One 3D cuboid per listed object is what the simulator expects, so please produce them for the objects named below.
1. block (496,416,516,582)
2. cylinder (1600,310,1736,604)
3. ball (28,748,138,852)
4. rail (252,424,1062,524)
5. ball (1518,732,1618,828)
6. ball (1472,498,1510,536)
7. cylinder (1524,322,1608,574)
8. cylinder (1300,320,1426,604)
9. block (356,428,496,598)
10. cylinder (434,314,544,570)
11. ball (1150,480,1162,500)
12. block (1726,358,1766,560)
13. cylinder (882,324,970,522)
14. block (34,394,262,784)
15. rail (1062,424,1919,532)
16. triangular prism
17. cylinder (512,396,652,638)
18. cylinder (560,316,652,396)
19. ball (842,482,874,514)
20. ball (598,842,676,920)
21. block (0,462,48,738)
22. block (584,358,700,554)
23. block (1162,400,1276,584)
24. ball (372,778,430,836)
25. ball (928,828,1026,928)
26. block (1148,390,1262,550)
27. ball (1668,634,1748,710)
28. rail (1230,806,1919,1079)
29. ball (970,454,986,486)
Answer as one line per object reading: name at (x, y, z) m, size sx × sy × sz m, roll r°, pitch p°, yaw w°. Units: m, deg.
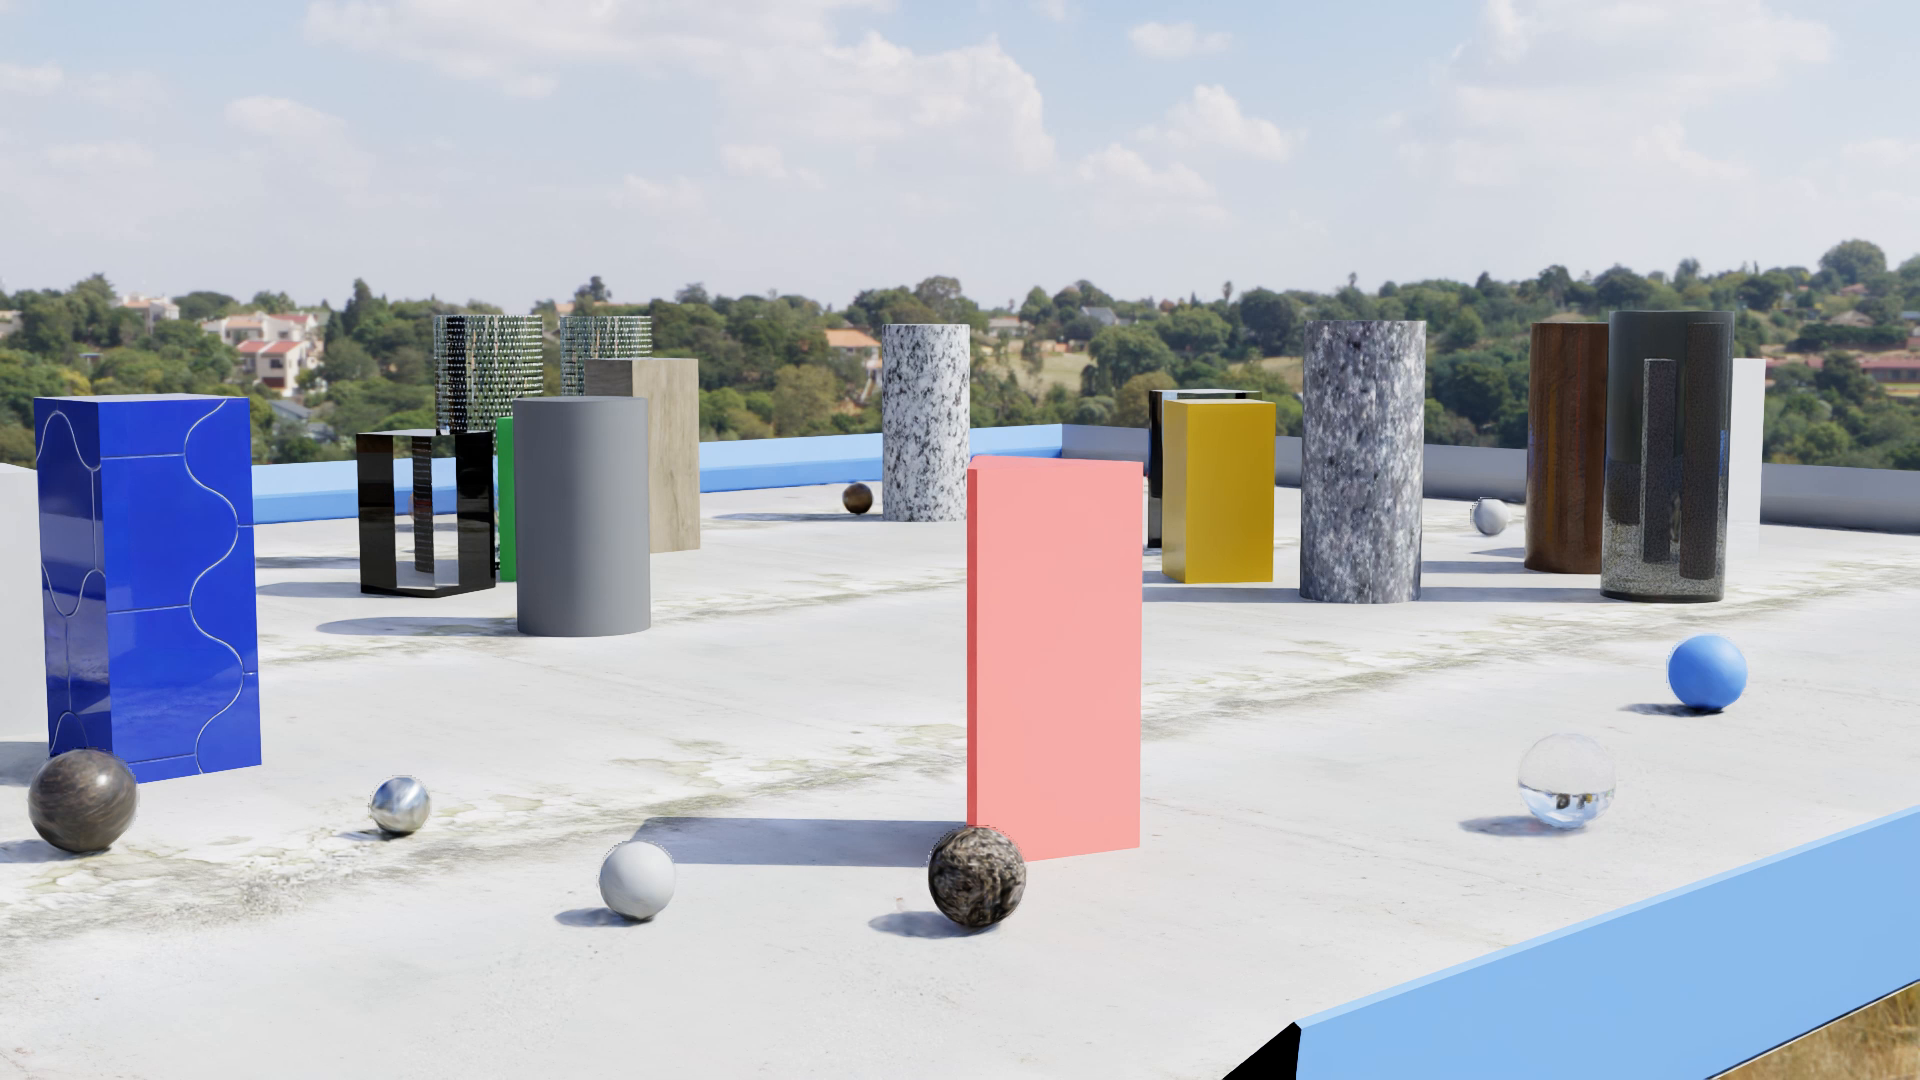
block at (-0.657, -0.071, 3.608) m, size 0.146 × 0.264 × 0.146 m, roll 2°, pitch 6°, yaw 14°
cylinder at (1.080, -0.131, 3.362) m, size 0.183 × 0.436 × 0.183 m, roll 0°, pitch 6°, yaw 0°
ball at (-0.716, 0.213, 1.797) m, size 0.084 × 0.084 × 0.084 m, roll 0°, pitch 6°, yaw 0°
rail at (-1.221, -0.109, 4.649) m, size 4.131 × 0.119 × 0.045 m, roll -6°, pitch 8°, yaw -42°
ball at (0.519, 0.205, 1.878) m, size 0.082 × 0.082 × 0.082 m, roll 0°, pitch 6°, yaw 0°
ball at (1.031, -0.045, 4.271) m, size 0.072 × 0.072 × 0.072 m, roll 0°, pitch 6°, yaw 0°
cylinder at (1.054, -0.159, 3.721) m, size 0.183 × 0.416 × 0.183 m, roll 0°, pitch 6°, yaw 0°
cylinder at (0.615, -0.123, 3.362) m, size 0.183 × 0.422 × 0.183 m, roll 0°, pitch 6°, yaw 0°
block at (-0.833, -0.044, 3.436) m, size 0.146 × 0.248 × 0.146 m, roll 3°, pitch 7°, yaw 26°
cylinder at (-0.807, -0.172, 3.782) m, size 0.183 × 0.428 × 0.183 m, roll 0°, pitch 6°, yaw 0°
ball at (0.460, -0.113, 5.029) m, size 0.048 × 0.048 × 0.048 m, roll 0°, pitch 6°, yaw 0°
block at (1.328, -0.148, 3.927) m, size 0.146 × 0.350 × 0.146 m, roll -6°, pitch 8°, yaw -44°
cylinder at (-0.071, -0.248, 4.605) m, size 0.183 × 0.405 × 0.183 m, roll 0°, pitch 6°, yaw 0°
block at (-0.783, 0.041, 2.122) m, size 0.146 × 0.357 × 0.146 m, roll -6°, pitch 8°, yaw -44°
rail at (1.501, -0.116, 4.709) m, size 0.045 × 0.119 × 3.649 m, roll -6°, pitch 8°, yaw -42°
triangular prism at (0.047, 0.092, 1.827) m, size 0.158 × 0.318 × 0.137 m, roll -3°, pitch 7°, yaw -27°
cylinder at (-0.521, -0.036, 3.034) m, size 0.183 × 0.317 × 0.183 m, roll 0°, pitch 6°, yaw 0°
cylinder at (-0.709, -0.237, 4.424) m, size 0.183 × 0.423 × 0.183 m, roll 0°, pitch 6°, yaw 0°
ball at (-0.218, -0.089, 4.704) m, size 0.068 × 0.068 × 0.068 m, roll 0°, pitch 6°, yaw 0°
ball at (-0.235, 0.248, 1.601) m, size 0.056 × 0.056 × 0.056 m, roll 0°, pitch 6°, yaw 0°
block at (-1.056, 0.063, 2.307) m, size 0.146 × 0.274 × 0.146 m, roll -4°, pitch 8°, yaw -36°
block at (-0.580, -0.157, 4.020) m, size 0.146 × 0.348 × 0.146 m, roll -6°, pitch 9°, yaw -44°
block at (0.422, -0.082, 3.599) m, size 0.146 × 0.289 × 0.146 m, roll -1°, pitch 6°, yaw -10°
ball at (-0.472, 0.225, 1.855) m, size 0.049 × 0.049 × 0.049 m, roll 0°, pitch 6°, yaw 0°
ball at (0.012, 0.242, 1.582) m, size 0.071 × 0.071 × 0.071 m, roll 0°, pitch 6°, yaw 0°
block at (0.444, -0.125, 4.000) m, size 0.146 × 0.290 × 0.146 m, roll -3°, pitch 7°, yaw -29°
ball at (0.824, 0.146, 2.424) m, size 0.084 × 0.084 × 0.084 m, roll 0°, pitch 6°, yaw 0°
rail at (1.221, 0.171, 2.016) m, size 4.131 × 0.119 × 0.045 m, roll -6°, pitch 8°, yaw -42°
ball at (0.047, -0.168, 5.374) m, size 0.084 × 0.084 × 0.084 m, roll 0°, pitch 6°, yaw 0°
